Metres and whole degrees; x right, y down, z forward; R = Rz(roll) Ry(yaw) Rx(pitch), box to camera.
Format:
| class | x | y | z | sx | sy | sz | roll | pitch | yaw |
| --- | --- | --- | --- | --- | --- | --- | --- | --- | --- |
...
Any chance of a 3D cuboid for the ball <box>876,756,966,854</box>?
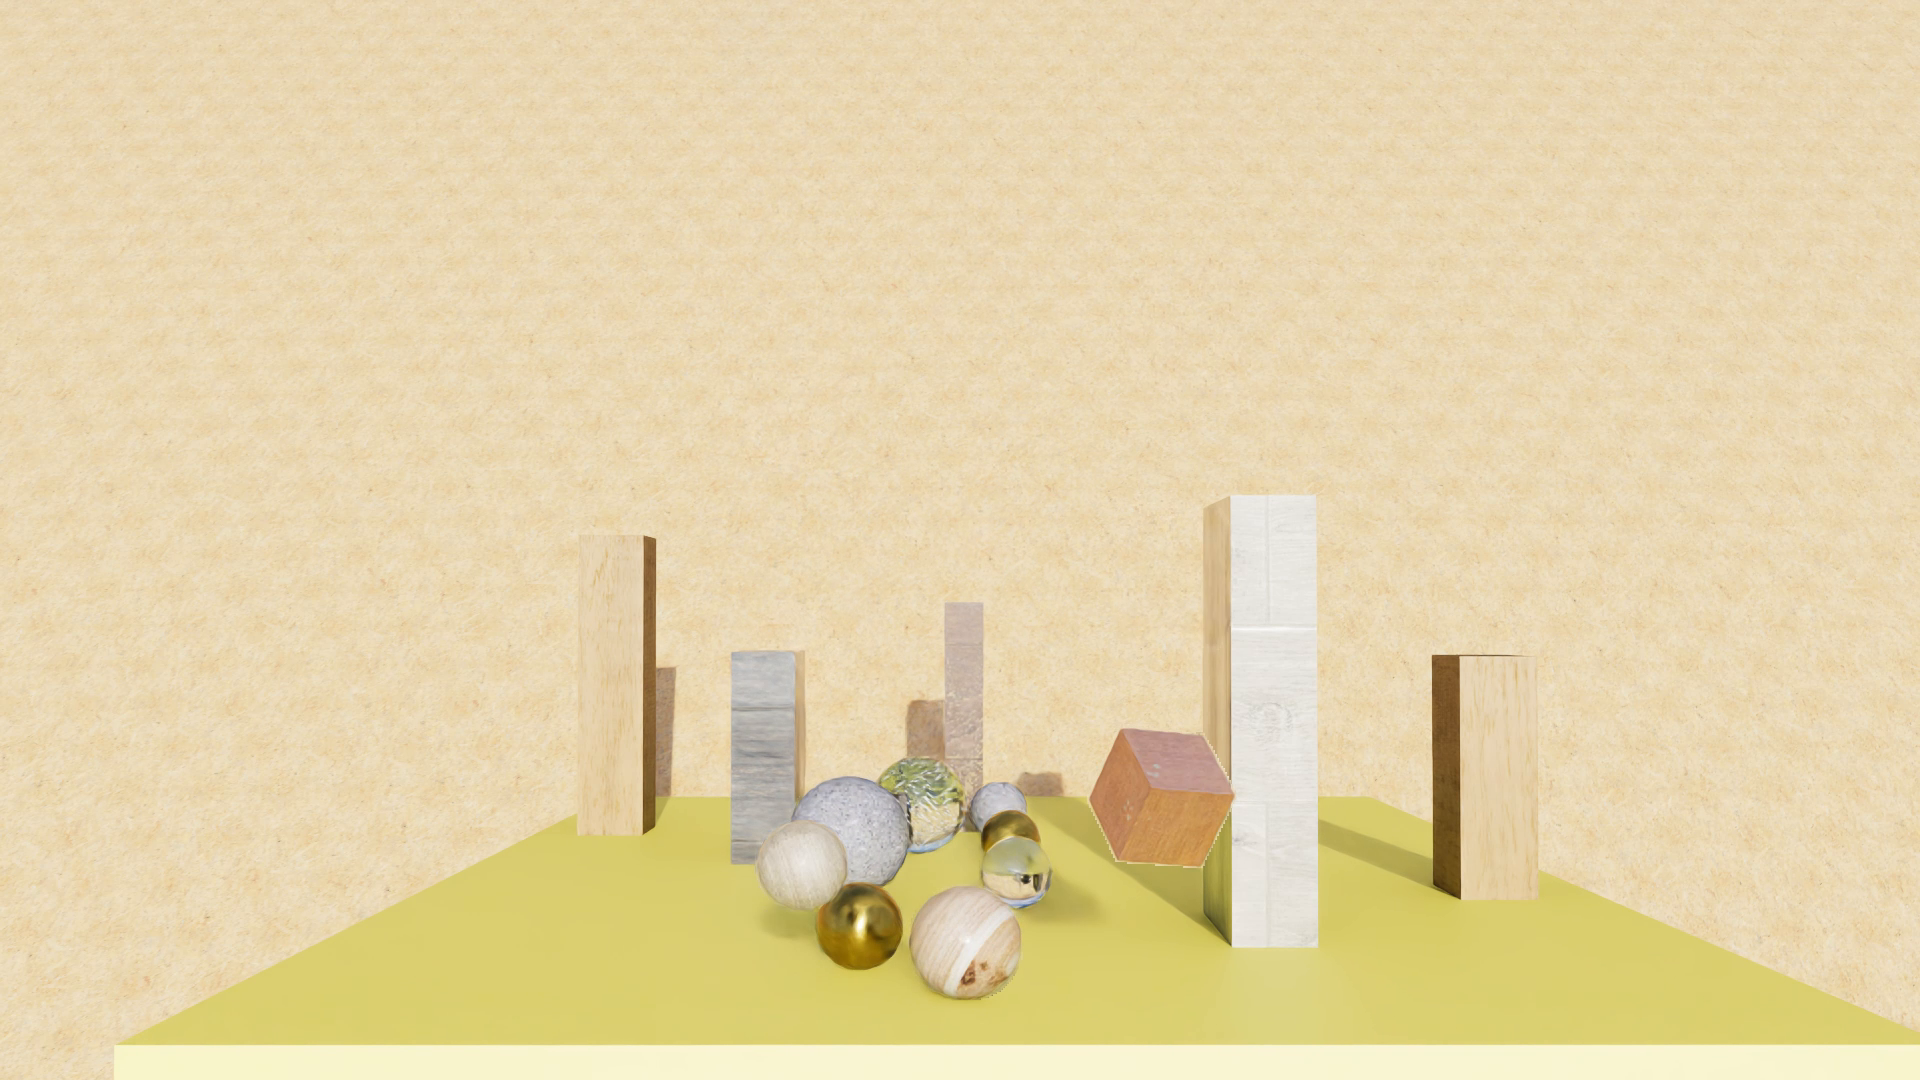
| class | x | y | z | sx | sy | sz | roll | pitch | yaw |
| --- | --- | --- | --- | --- | --- | --- | --- | --- | --- |
| ball | -0.083 | 0.527 | 5.172 | 0.193 | 0.193 | 0.193 | 0 | 35 | 0 |

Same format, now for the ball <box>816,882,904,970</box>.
| class | x | y | z | sx | sy | sz | roll | pitch | yaw |
| --- | --- | --- | --- | --- | --- | --- | --- | --- | --- |
| ball | -0.133 | 0.512 | 3.443 | 0.116 | 0.116 | 0.116 | 0 | 35 | 0 |

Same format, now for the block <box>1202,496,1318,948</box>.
| class | x | y | z | sx | sy | sz | roll | pitch | yaw |
| --- | --- | --- | --- | --- | --- | --- | --- | --- | --- |
| block | 0.447 | 0.264 | 3.910 | 0.122 | 0.641 | 0.435 | 0 | -2 | 0 |

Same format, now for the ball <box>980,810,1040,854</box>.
| class | x | y | z | sx | sy | sz | roll | pitch | yaw |
| --- | --- | --- | --- | --- | --- | --- | --- | --- | --- |
| ball | 0.094 | 0.558 | 4.835 | 0.111 | 0.111 | 0.111 | 0 | 35 | 0 |

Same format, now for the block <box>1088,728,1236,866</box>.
| class | x | y | z | sx | sy | sz | roll | pitch | yaw |
| --- | --- | --- | --- | --- | --- | --- | --- | --- | --- |
| block | 0.243 | 0.311 | 3.147 | 0.113 | 0.113 | 0.113 | 7 | 33 | -24 |

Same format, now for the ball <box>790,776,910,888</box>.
| class | x | y | z | sx | sy | sz | roll | pitch | yaw |
| --- | --- | --- | --- | --- | --- | --- | --- | --- | --- |
| ball | -0.186 | 0.497 | 4.343 | 0.203 | 0.203 | 0.203 | 0 | 35 | 0 |

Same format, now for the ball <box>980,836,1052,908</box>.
| class | x | y | z | sx | sy | sz | roll | pitch | yaw |
| --- | --- | --- | --- | --- | --- | --- | --- | --- | --- |
| ball | 0.091 | 0.535 | 4.179 | 0.116 | 0.116 | 0.116 | 0 | 35 | 0 |

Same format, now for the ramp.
| class | x | y | z | sx | sy | sz | roll | pitch | yaw |
| --- | --- | --- | --- | --- | --- | --- | --- | --- | --- |
| ramp | 0.077 | 0.663 | 4.831 | 2.000 | 0.100 | 4.000 | 0 | -2 | 0 |

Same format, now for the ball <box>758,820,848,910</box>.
| class | x | y | z | sx | sy | sz | roll | pitch | yaw |
| --- | --- | --- | --- | --- | --- | --- | --- | --- | --- |
| ball | -0.197 | 0.407 | 3.253 | 0.113 | 0.113 | 0.113 | 0 | 35 | 0 |

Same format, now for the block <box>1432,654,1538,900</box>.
| class | x | y | z | sx | sy | sz | roll | pitch | yaw |
| --- | --- | --- | --- | --- | --- | --- | --- | --- | --- |
| block | 0.894 | 0.399 | 4.436 | 0.129 | 0.403 | 0.256 | 0 | -2 | 0 |

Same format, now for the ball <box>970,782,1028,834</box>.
| class | x | y | z | sx | sy | sz | roll | pitch | yaw |
| --- | --- | --- | --- | --- | --- | --- | --- | --- | --- |
| ball | 0.083 | 0.573 | 5.499 | 0.122 | 0.122 | 0.122 | 0 | 35 | 0 |

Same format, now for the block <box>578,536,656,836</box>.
| class | x | y | z | sx | sy | sz | roll | pitch | yaw |
| --- | --- | --- | --- | --- | --- | --- | --- | --- | --- |
| block | -0.755 | 0.317 | 5.730 | 0.141 | 0.648 | 0.240 | 0 | -2 | 0 |

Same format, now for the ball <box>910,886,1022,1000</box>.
| class | x | y | z | sx | sy | sz | roll | pitch | yaw |
| --- | --- | --- | --- | --- | --- | --- | --- | --- | --- |
| ball | 0.007 | 0.493 | 3.181 | 0.138 | 0.138 | 0.138 | 0 | 35 | 0 |

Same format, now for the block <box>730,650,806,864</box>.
| class | x | y | z | sx | sy | sz | roll | pitch | yaw |
| --- | --- | --- | --- | --- | --- | --- | --- | --- | --- |
| block | -0.375 | 0.421 | 5.119 | 0.121 | 0.403 | 0.366 | 0 | -2 | 0 |

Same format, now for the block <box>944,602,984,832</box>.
| class | x | y | z | sx | sy | sz | roll | pitch | yaw |
| --- | --- | --- | --- | --- | --- | --- | --- | --- | --- |
| block | 0.009 | 0.393 | 5.843 | 0.086 | 0.503 | 0.317 | 0 | -2 | 0 |
